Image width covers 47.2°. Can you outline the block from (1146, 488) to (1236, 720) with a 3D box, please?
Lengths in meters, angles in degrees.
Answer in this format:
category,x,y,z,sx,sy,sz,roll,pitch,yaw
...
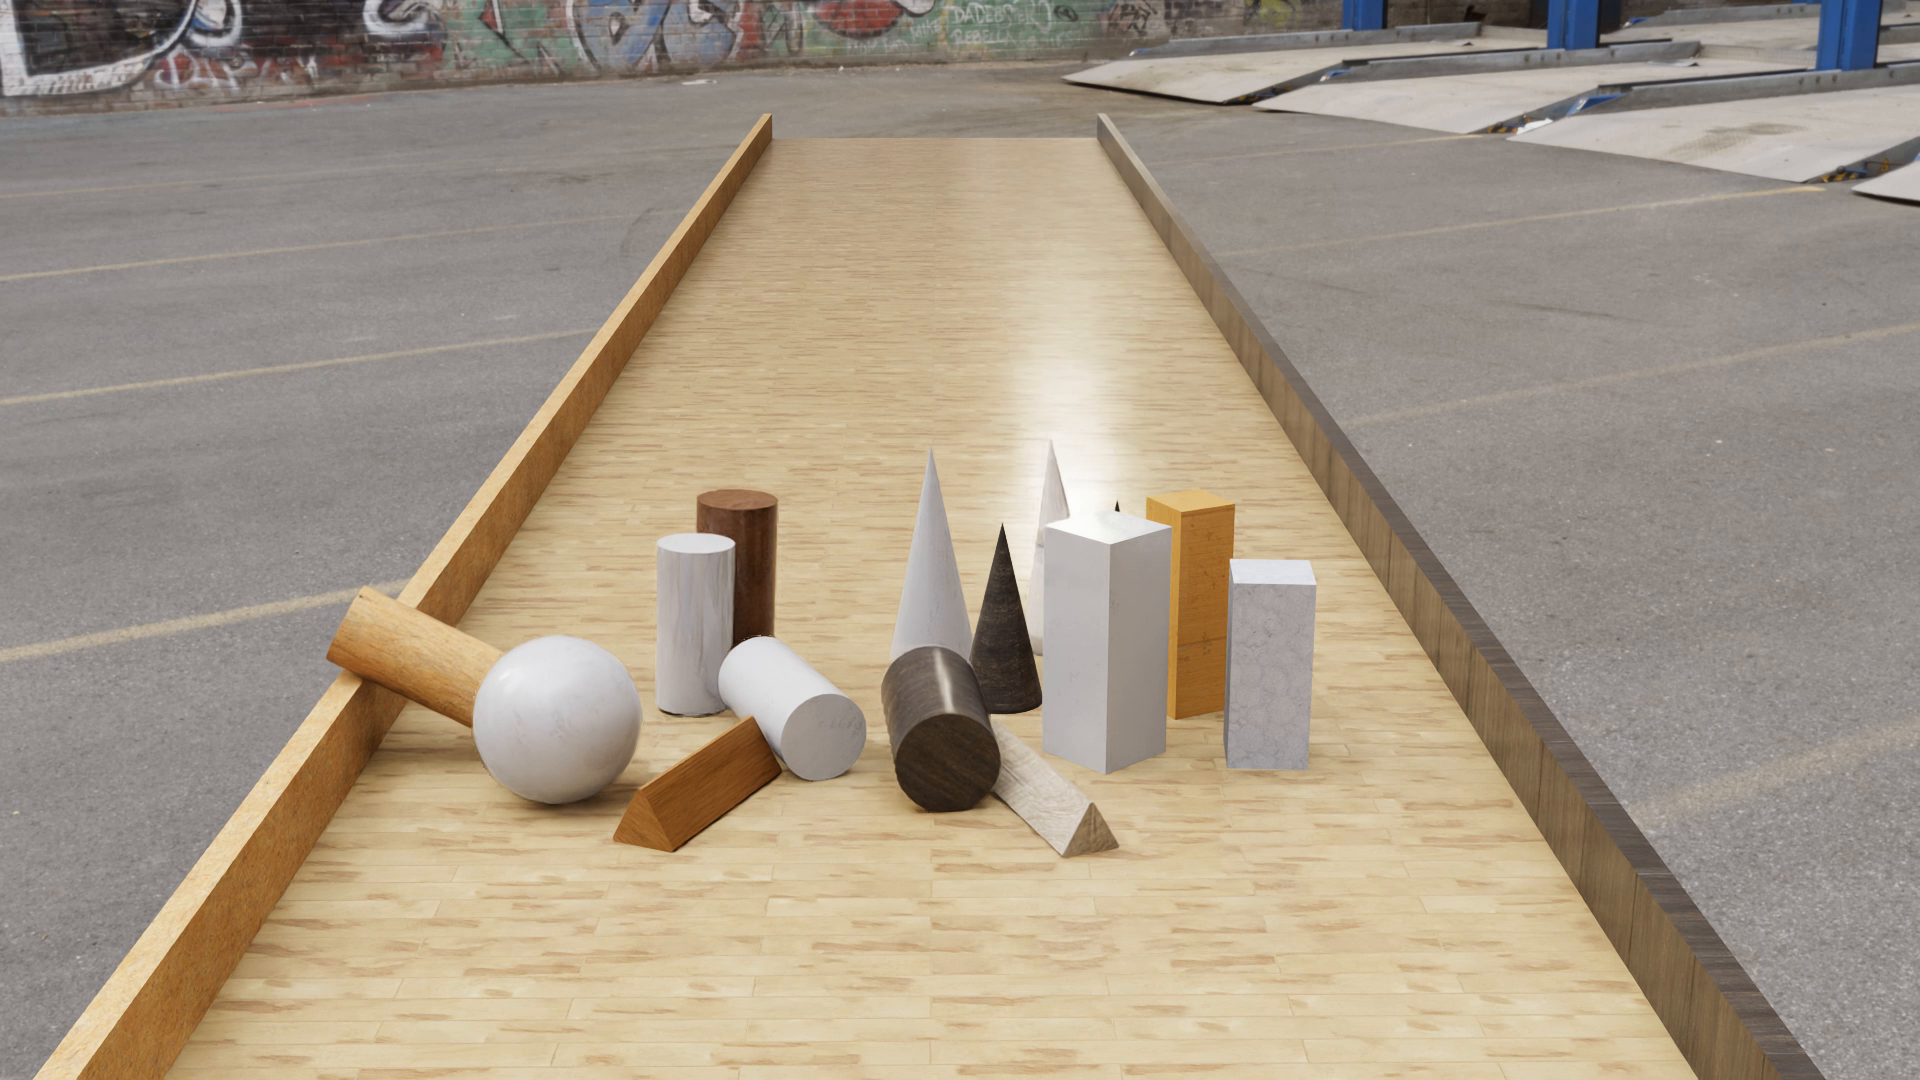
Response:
category,x,y,z,sx,sy,sz,roll,pitch,yaw
block,0.426,0.120,4.117,0.118,0.403,0.118,-9,19,-26

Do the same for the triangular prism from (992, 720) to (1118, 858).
category,x,y,z,sx,sy,sz,roll,pitch,yaw
triangular prism,0.137,0.408,3.694,0.100,0.087,0.392,-7,18,-21

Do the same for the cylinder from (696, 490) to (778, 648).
category,x,y,z,sx,sy,sz,roll,pitch,yaw
cylinder,-0.435,0.095,4.263,0.156,0.359,0.156,3,15,-1

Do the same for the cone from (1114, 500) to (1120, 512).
category,x,y,z,sx,sy,sz,roll,pitch,yaw
cone,0.306,0.088,4.320,0.157,0.349,0.157,0,17,0

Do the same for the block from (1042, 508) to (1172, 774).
category,x,y,z,sx,sy,sz,roll,pitch,yaw
block,0.258,0.177,3.891,0.157,0.421,0.157,-15,22,-41

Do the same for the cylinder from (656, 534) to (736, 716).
category,x,y,z,sx,sy,sz,roll,pitch,yaw
cylinder,-0.498,0.157,4.136,0.145,0.314,0.145,2,15,-1

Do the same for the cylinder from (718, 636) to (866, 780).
category,x,y,z,sx,sy,sz,roll,pitch,yaw
cylinder,-0.304,0.298,3.943,0.160,0.160,0.330,-8,18,-24

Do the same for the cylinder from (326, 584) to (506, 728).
category,x,y,z,sx,sy,sz,roll,pitch,yaw
cylinder,-0.908,0.232,3.897,0.391,0.146,0.146,27,14,-8

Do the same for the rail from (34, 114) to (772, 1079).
category,x,y,z,sx,sy,sz,roll,pitch,yaw
rail,-1.118,-0.838,7.780,0.050,0.150,12.000,0,17,-1

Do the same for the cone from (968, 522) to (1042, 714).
category,x,y,z,sx,sy,sz,roll,pitch,yaw
cone,0.079,0.134,4.153,0.162,0.355,0.162,0,17,0

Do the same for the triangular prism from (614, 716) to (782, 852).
category,x,y,z,sx,sy,sz,roll,pitch,yaw
triangular prism,-0.439,0.400,3.699,0.114,0.099,0.361,7,18,23

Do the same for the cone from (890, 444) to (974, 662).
category,x,y,z,sx,sy,sz,roll,pitch,yaw
cone,-0.055,0.025,4.344,0.178,0.448,0.178,0,19,0

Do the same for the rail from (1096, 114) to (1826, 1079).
category,x,y,z,sx,sy,sz,roll,pitch,yaw
rail,0.932,-0.844,7.801,0.050,0.150,12.000,0,17,-1

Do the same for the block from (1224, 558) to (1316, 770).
category,x,y,z,sx,sy,sz,roll,pitch,yaw
block,0.545,0.219,3.888,0.141,0.343,0.141,1,17,4

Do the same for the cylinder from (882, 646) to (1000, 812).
category,x,y,z,sx,sy,sz,roll,pitch,yaw
cylinder,-0.038,0.324,3.827,0.177,0.177,0.341,-2,17,-6

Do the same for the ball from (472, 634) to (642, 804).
category,x,y,z,sx,sy,sz,roll,pitch,yaw
ball,-0.679,0.302,3.714,0.283,0.283,0.283,0,17,0

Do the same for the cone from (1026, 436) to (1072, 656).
category,x,y,z,sx,sy,sz,roll,pitch,yaw
cone,0.195,0.000,4.437,0.169,0.439,0.169,-4,17,1
